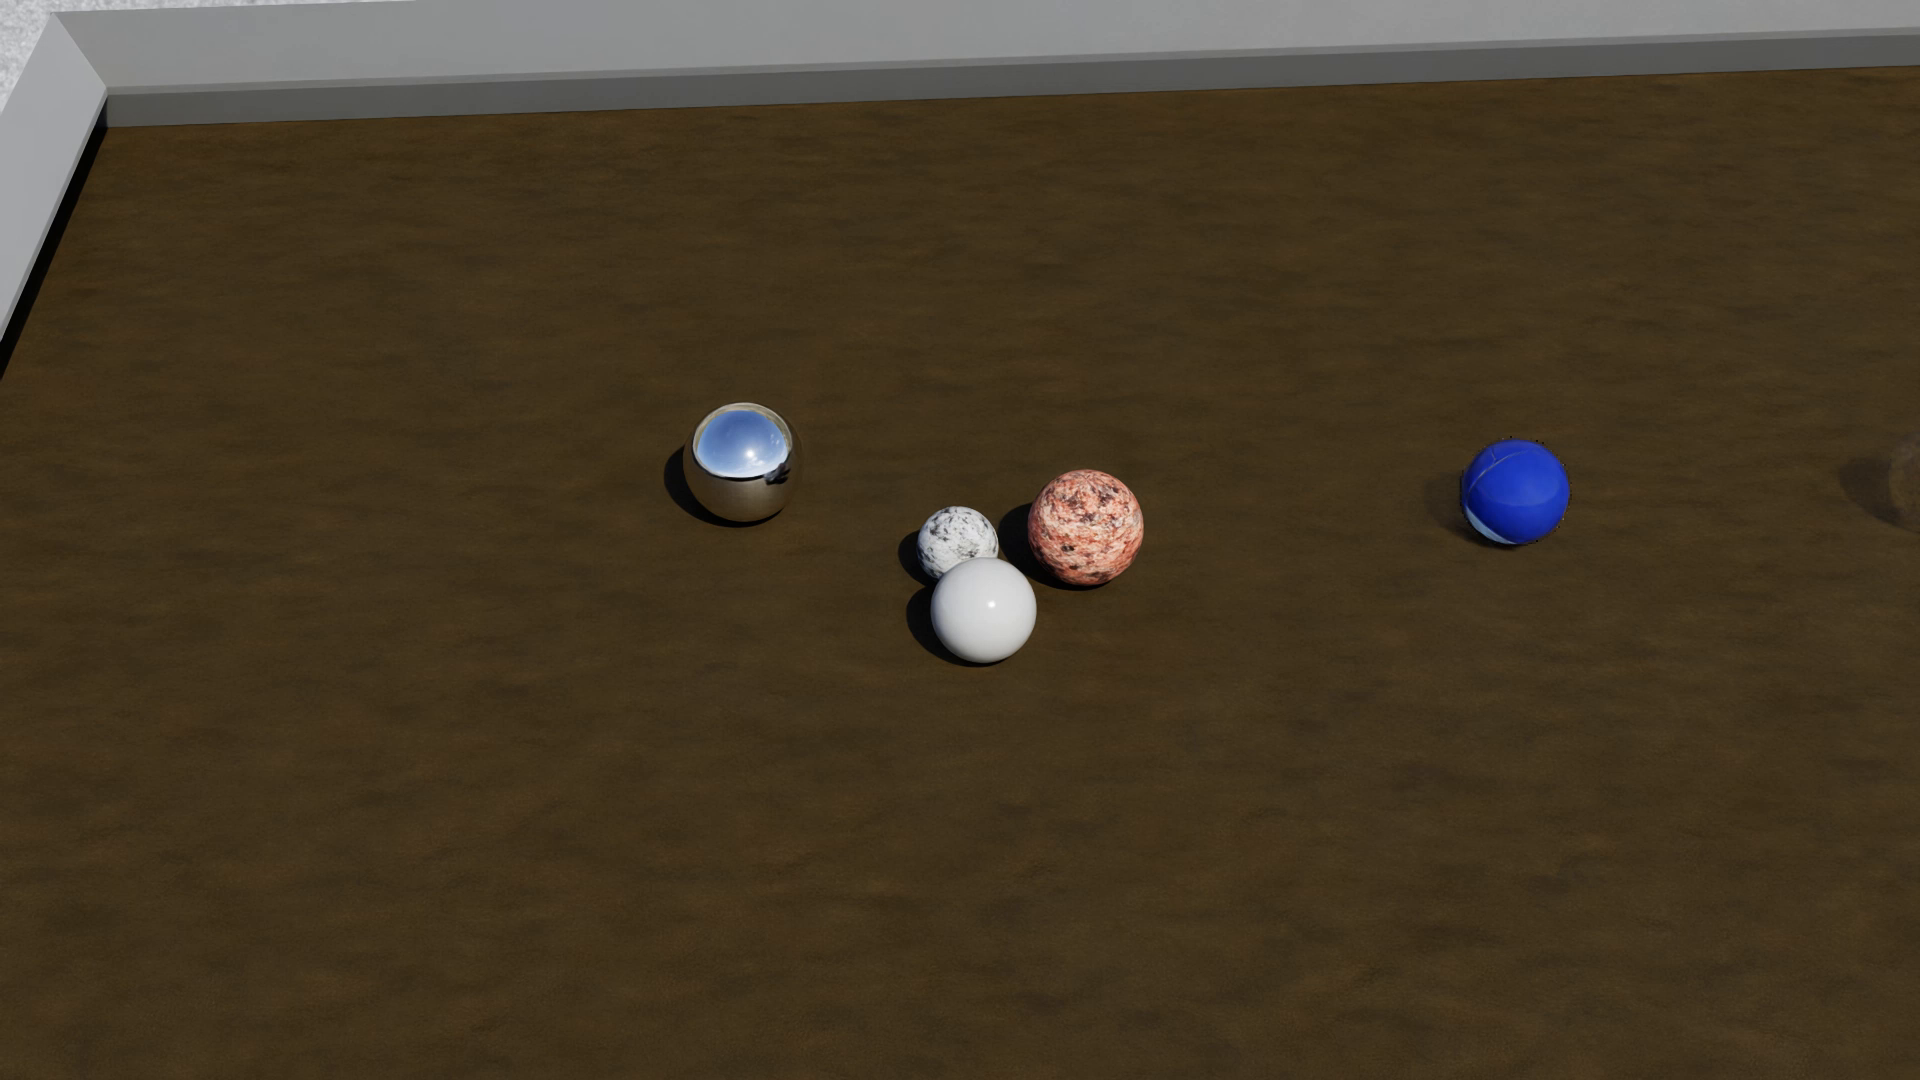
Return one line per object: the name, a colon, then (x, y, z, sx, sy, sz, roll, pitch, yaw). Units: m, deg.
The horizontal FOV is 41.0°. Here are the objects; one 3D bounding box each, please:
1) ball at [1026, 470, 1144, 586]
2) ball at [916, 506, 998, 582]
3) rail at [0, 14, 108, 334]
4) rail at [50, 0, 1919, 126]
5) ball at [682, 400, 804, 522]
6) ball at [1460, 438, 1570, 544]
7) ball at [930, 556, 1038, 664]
ball: (0.084, -0.008, 1.712, 0.078, 0.078, 0.078, 0, 36, 0)
ball: (-0.002, 0.005, 1.714, 0.055, 0.055, 0.055, 0, 36, 0)
rail: (-0.704, 0.016, 1.651, 0.045, 0.109, 1.473, -3, 36, -4)
rail: (0.673, -0.464, 2.317, 2.920, 0.109, 0.045, -3, 36, -4)
ball: (-0.149, -0.054, 1.771, 0.084, 0.084, 0.084, 0, 36, 0)
ball: (0.379, -0.033, 1.751, 0.072, 0.072, 0.072, 0, 36, 0)
ball: (0.015, 0.045, 1.646, 0.069, 0.069, 0.069, 0, 36, 0)
